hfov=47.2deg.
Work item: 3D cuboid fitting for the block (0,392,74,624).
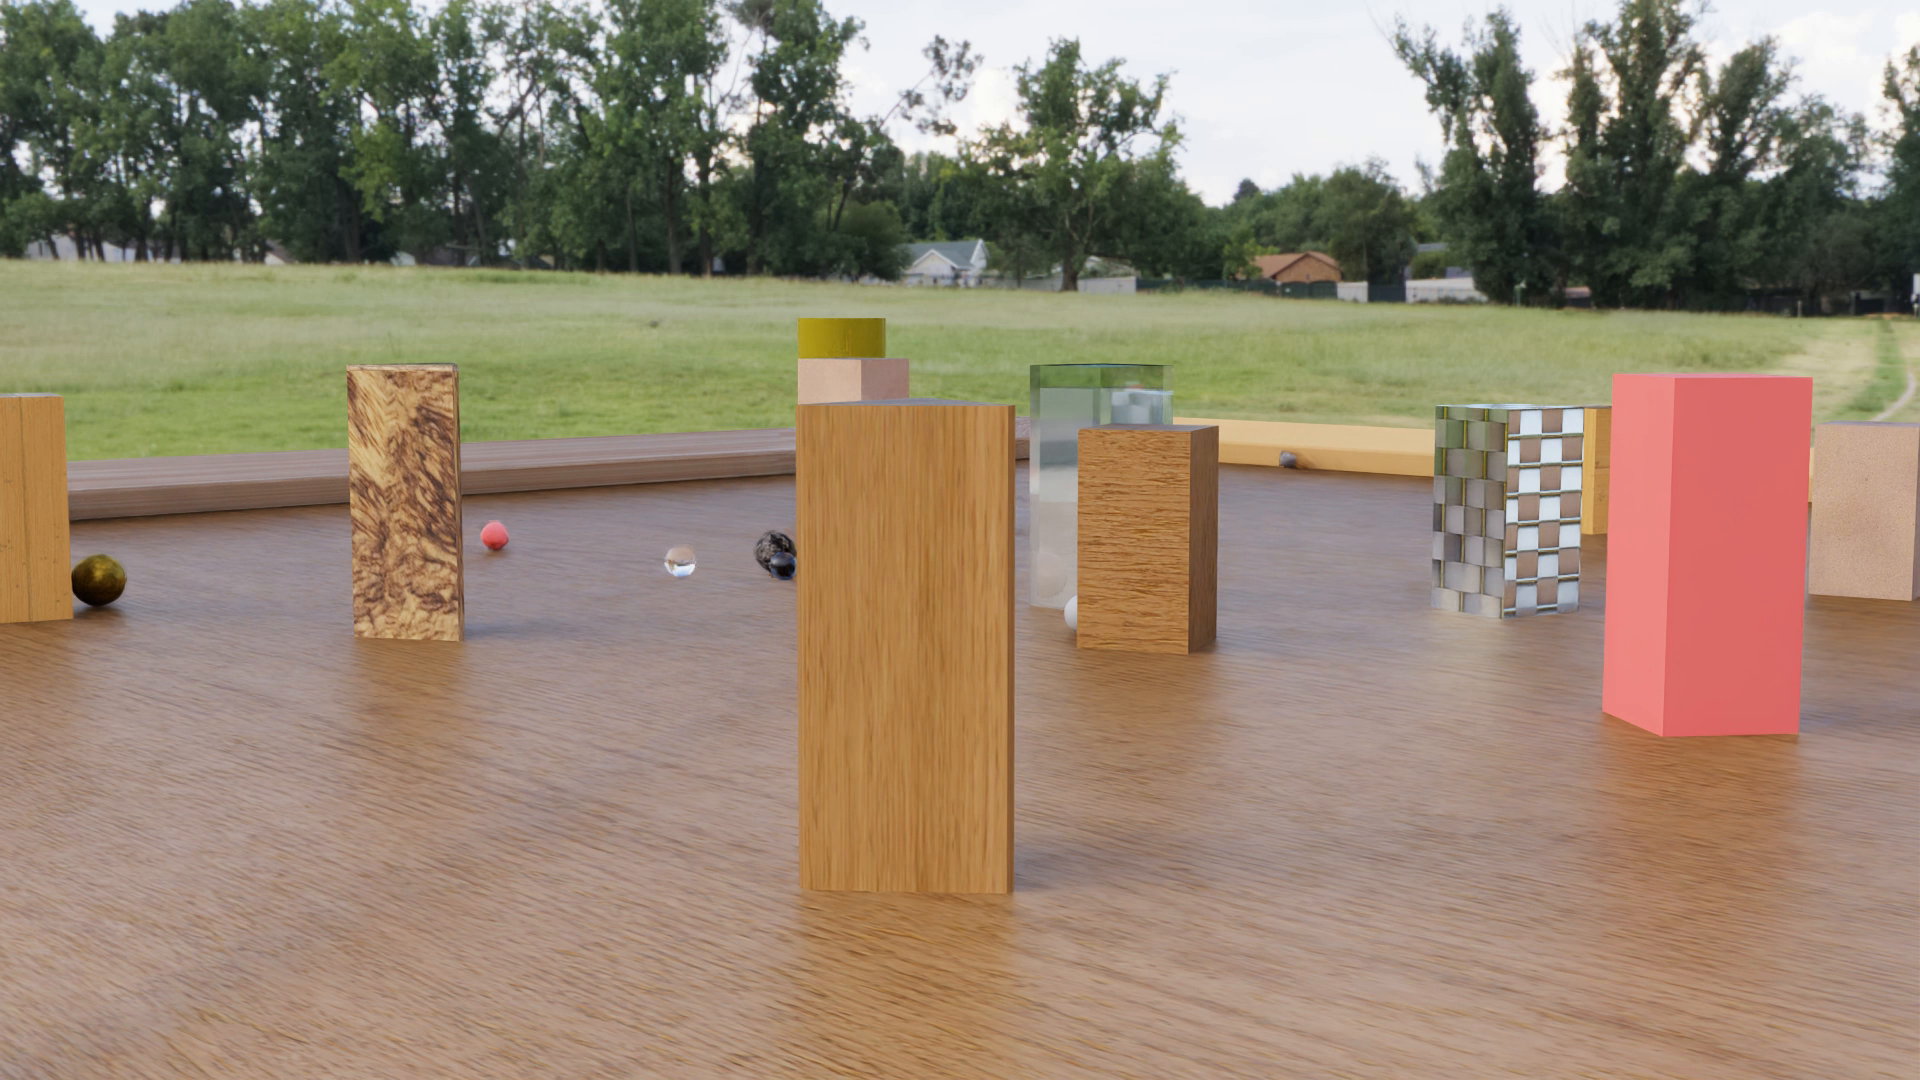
[{"bbox_3d":[-1.373,-0.049,3.166,0.150,0.318,0.150,-3,7,-29],"label":"block"}]

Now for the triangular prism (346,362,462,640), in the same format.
[{"bbox_3d":[-0.727,-0.057,3.014,0.162,0.368,0.141,2,6,14],"label":"triangular prism"}]

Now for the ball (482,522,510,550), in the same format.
[{"bbox_3d":[-0.856,-0.007,4.052,0.050,0.050,0.050,0,6,0],"label":"ball"}]

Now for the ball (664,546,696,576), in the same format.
[{"bbox_3d":[-0.463,0.036,3.641,0.051,0.051,0.051,0,6,0],"label":"ball"}]

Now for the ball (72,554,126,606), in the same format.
[{"bbox_3d":[-1.287,0.060,3.283,0.078,0.078,0.078,0,6,0],"label":"ball"}]

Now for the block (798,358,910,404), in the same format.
[{"bbox_3d":[-0.201,-0.170,4.172,0.150,0.348,0.150,4,7,35],"label":"block"}]

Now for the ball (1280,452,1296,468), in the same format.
[{"bbox_3d":[0.909,-0.221,6.091,0.046,0.046,0.046,0,6,0],"label":"ball"}]

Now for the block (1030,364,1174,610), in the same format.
[{"bbox_3d":[0.210,-0.080,3.273,0.150,0.359,0.150,-5,8,-40],"label":"block"}]

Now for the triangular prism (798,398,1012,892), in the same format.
[{"bbox_3d":[-0.036,0.076,1.735,0.162,0.371,0.141,0,6,4],"label":"triangular prism"}]

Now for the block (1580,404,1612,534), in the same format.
[{"bbox_3d":[1.272,-0.144,4.411,0.150,0.246,0.150,-3,7,-29],"label":"block"}]

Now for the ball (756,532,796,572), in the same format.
[{"bbox_3d":[-0.310,0.021,3.700,0.068,0.068,0.068,0,6,0],"label":"ball"}]

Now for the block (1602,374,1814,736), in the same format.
[{"bbox_3d":[0.795,0.011,2.350,0.150,0.372,0.150,-1,6,-7],"label":"block"}]

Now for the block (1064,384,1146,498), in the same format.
[{"bbox_3d":[0.341,-0.231,5.165,0.150,0.260,0.150,3,7,24],"label":"block"}]

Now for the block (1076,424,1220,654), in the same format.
[{"bbox_3d":[0.250,-0.006,2.912,0.150,0.287,0.150,2,6,20],"label":"block"}]

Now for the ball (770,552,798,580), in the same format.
[{"bbox_3d":[-0.288,0.042,3.597,0.047,0.047,0.047,0,6,0],"label":"ball"}]

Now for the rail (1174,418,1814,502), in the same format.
[{"bbox_3d":[1.890,-0.152,5.066,0.045,0.122,4.420,-6,8,-42],"label":"rail"}]

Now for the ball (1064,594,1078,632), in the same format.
[{"bbox_3d":[0.170,0.101,3.003,0.056,0.056,0.056,0,6,0],"label":"ball"}]

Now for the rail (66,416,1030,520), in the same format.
[{"bbox_3d":[-1.483,-0.138,4.930,5.191,0.122,0.045,-6,8,-42],"label":"rail"}]

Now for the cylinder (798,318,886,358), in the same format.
[{"bbox_3d":[-0.249,-0.258,4.650,0.187,0.421,0.187,0,6,0],"label":"cylinder"}]

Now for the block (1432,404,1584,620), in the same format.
[{"bbox_3d":[0.804,-0.047,3.235,0.150,0.300,0.150,-4,7,-31],"label":"block"}]

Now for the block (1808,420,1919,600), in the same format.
[{"bbox_3d":[1.425,-0.050,3.434,0.150,0.264,0.150,4,7,33],"label":"block"}]
